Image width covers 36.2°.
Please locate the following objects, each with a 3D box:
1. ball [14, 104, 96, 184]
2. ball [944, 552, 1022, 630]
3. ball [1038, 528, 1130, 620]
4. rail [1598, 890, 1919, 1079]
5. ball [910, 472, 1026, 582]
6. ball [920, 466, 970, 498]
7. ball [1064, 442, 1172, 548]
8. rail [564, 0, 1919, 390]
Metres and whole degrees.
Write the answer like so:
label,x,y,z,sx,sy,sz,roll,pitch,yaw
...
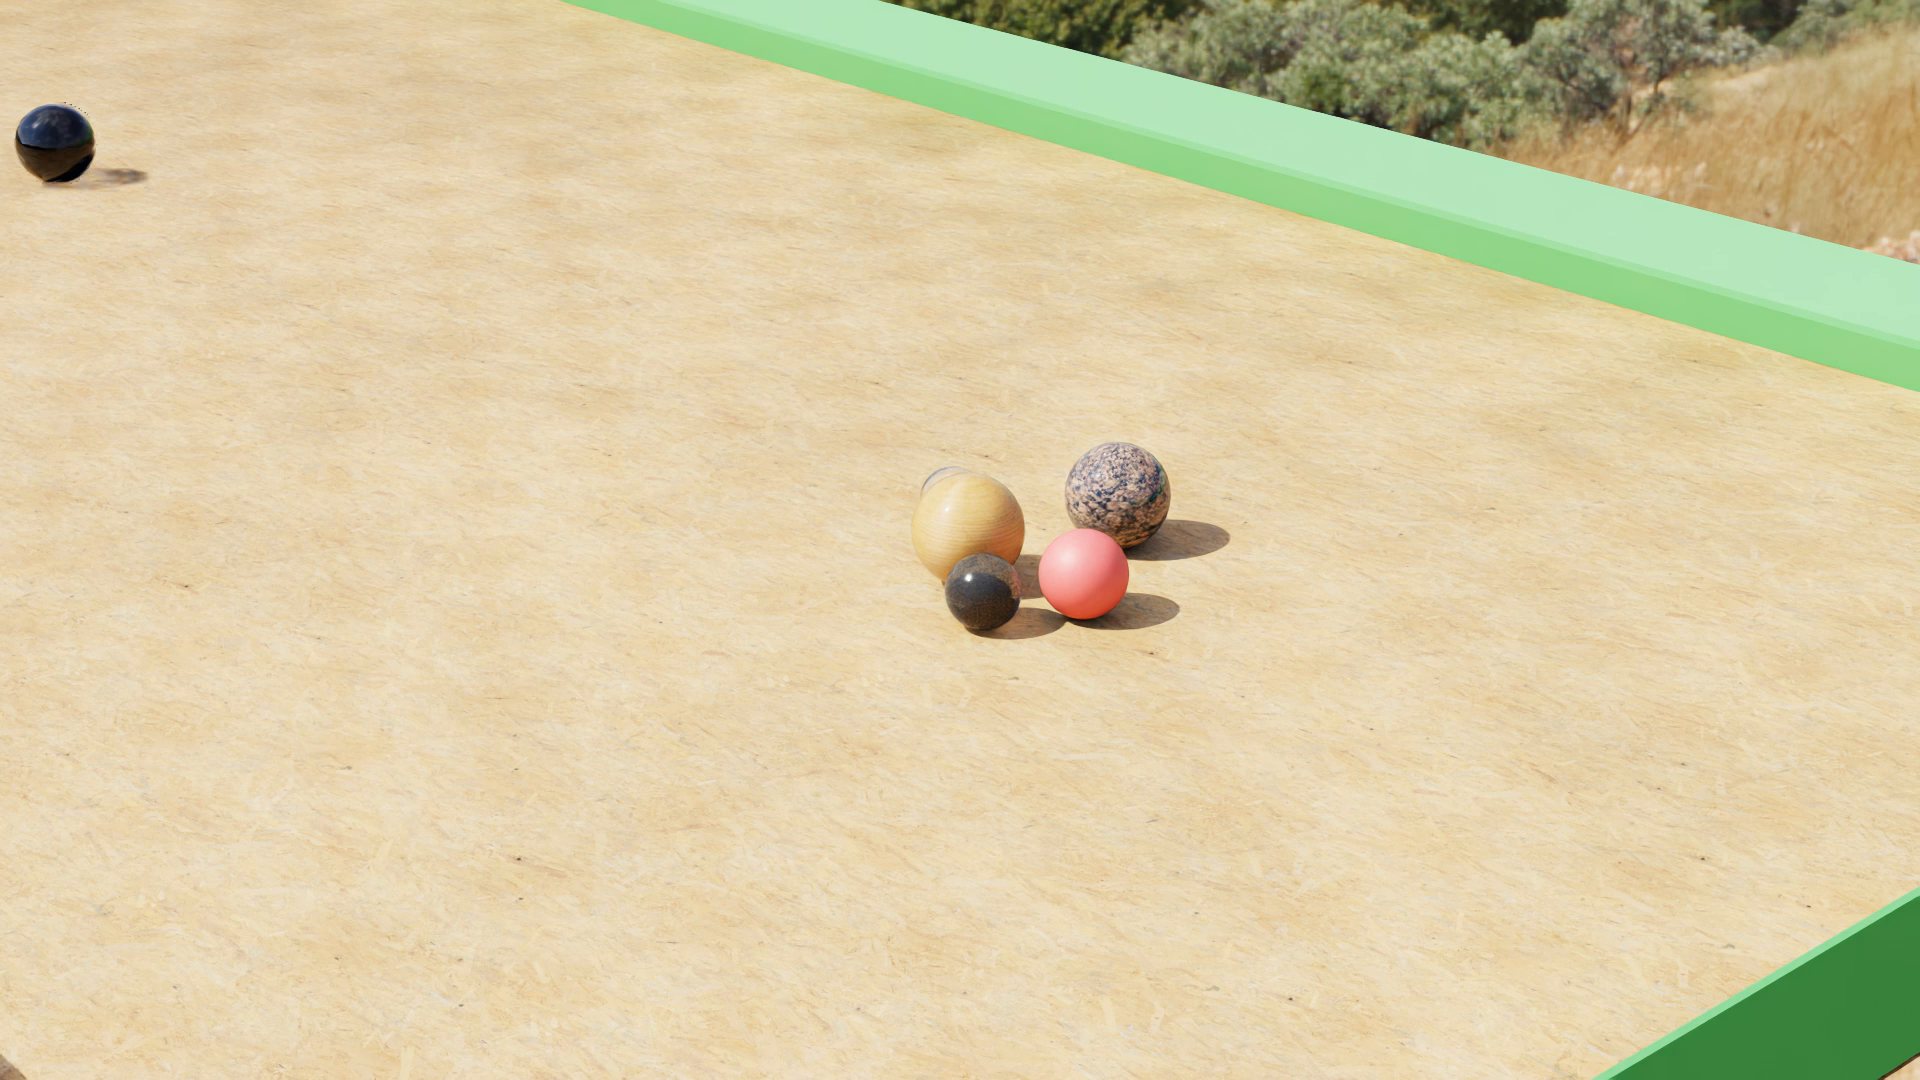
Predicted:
label,x,y,z,sx,sy,sz,roll,pitch,yaw
ball,-1.079,-0.473,3.509,0.094,0.094,0.094,0,23,0
ball,0.018,0.041,2.321,0.061,0.061,0.061,0,23,0
ball,0.099,0.027,2.340,0.072,0.072,0.072,0,23,0
rail,0.587,0.235,1.775,2.004,0.122,0.045,-19,29,-37
ball,0.007,-0.008,2.397,0.094,0.094,0.094,0,23,0
ball,-0.007,-0.035,2.508,0.057,0.057,0.057,0,23,0
ball,0.132,-0.038,2.472,0.090,0.090,0.090,0,23,0
rail,0.133,-0.536,3.621,0.045,0.122,3.654,-19,29,-37
